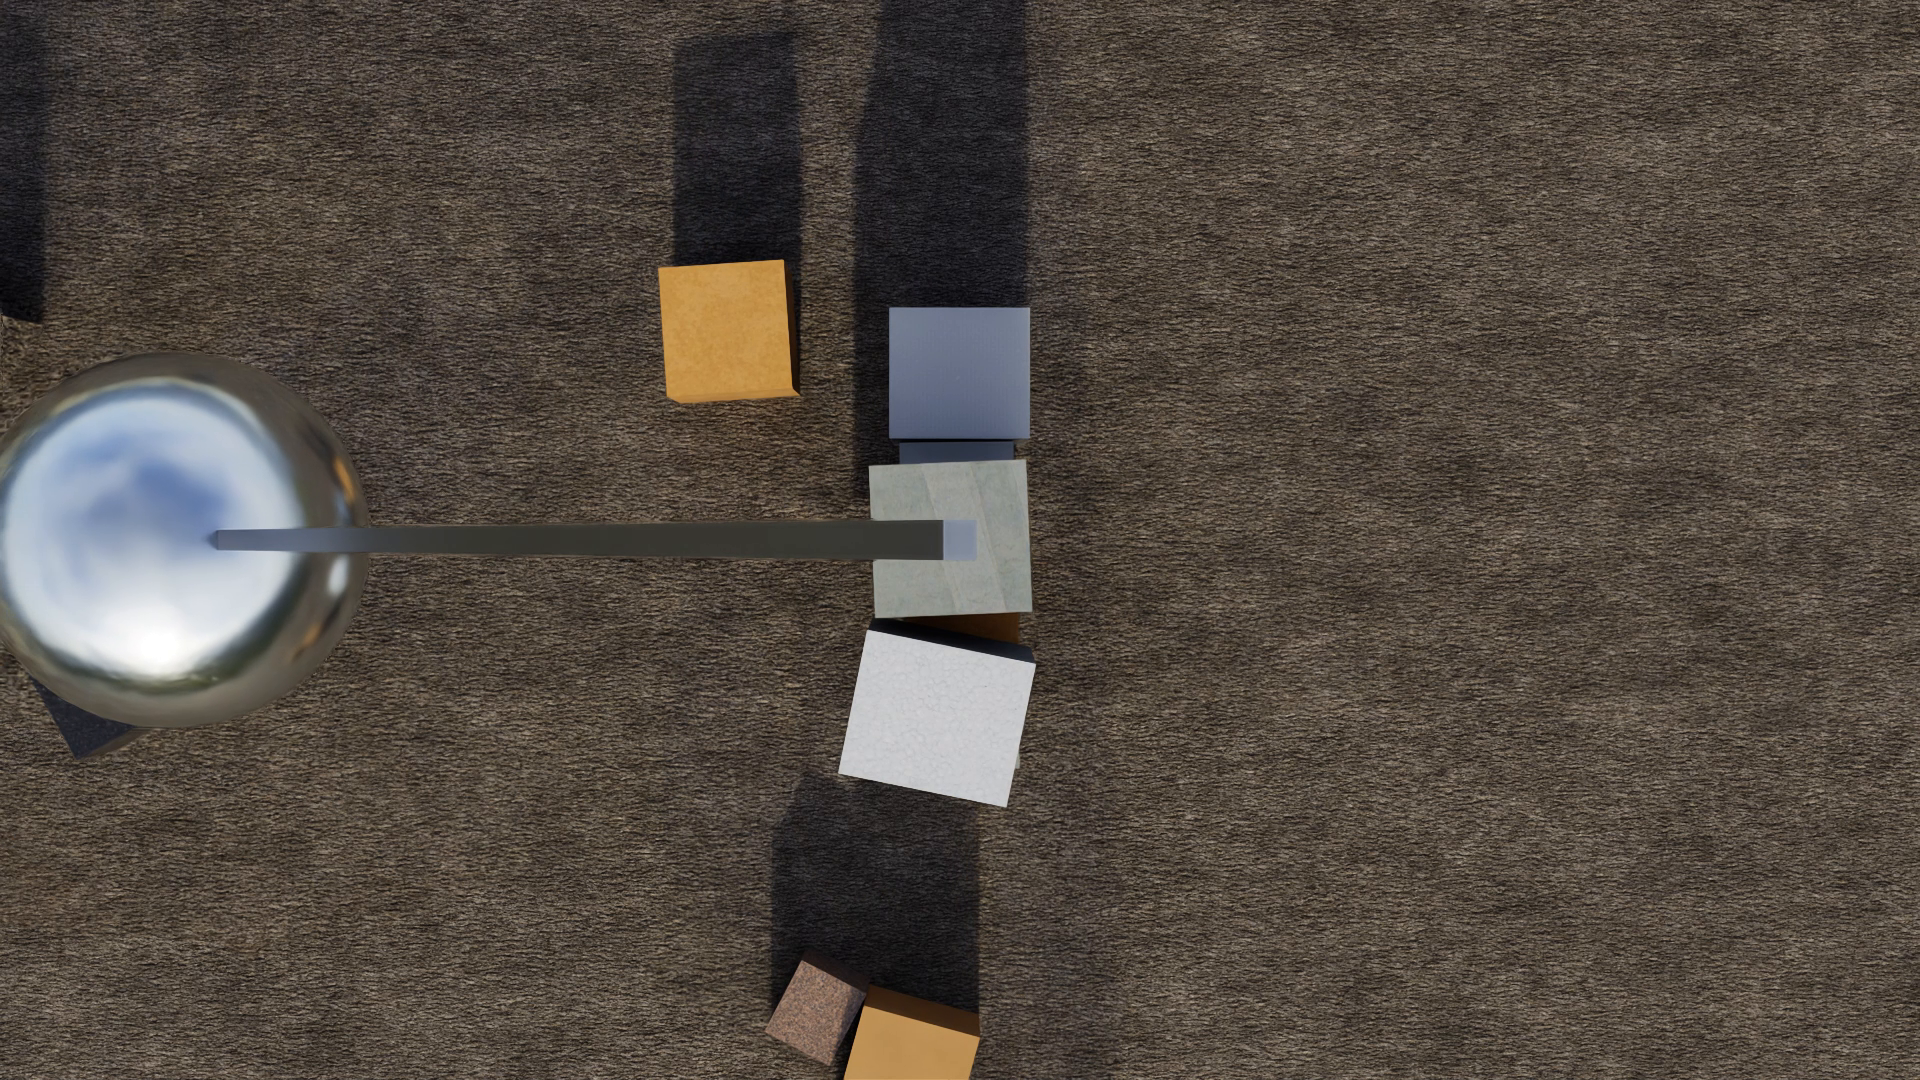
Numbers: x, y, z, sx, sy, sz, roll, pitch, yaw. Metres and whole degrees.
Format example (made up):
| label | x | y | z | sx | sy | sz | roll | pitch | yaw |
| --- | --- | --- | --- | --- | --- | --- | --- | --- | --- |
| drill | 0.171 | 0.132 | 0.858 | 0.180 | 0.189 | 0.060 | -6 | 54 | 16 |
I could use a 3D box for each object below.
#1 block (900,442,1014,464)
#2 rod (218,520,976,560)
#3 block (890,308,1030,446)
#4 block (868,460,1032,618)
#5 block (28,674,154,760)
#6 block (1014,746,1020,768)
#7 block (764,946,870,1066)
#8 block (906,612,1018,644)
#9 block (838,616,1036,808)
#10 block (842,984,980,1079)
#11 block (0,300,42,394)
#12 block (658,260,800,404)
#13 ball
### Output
| label | x | y | z | sx | sy | sz | roll | pitch | yaw |
| --- | --- | --- | --- | --- | --- | --- | --- | --- | --- |
| block | -0.016 | -0.257 | 12.664 | 0.639 | 0.672 | 0.585 | -1 | 90 | 0 |
| rod | -1.445 | 0.000 | 6.519 | 0.080 | 5.200 | 0.080 | 0 | 90 | -34 |
| block | -0.002 | -0.920 | 12.555 | 0.774 | 0.891 | 0.720 | 0 | 90 | 0 |
| block | -0.049 | -0.007 | 11.887 | 0.819 | 0.884 | 0.794 | -2 | 90 | 0 |
| block | -4.906 | 0.822 | 12.722 | 0.579 | 0.556 | 0.650 | -30 | 90 | 0 |
| block | -0.002 | 1.004 | 12.696 | 0.658 | 0.607 | 0.592 | -2 | 90 | 0 |
| block | -0.824 | 2.698 | 12.774 | 0.420 | 0.451 | 0.462 | 28 | 90 | 0 |
| block | 0.014 | 0.358 | 12.680 | 0.626 | 0.641 | 0.633 | -1 | 90 | 0 |
| block | -0.121 | 0.911 | 11.934 | 0.899 | 0.874 | 0.770 | 12 | 93 | -1 |
| block | -0.308 | 3.054 | 12.699 | 0.680 | 0.603 | 0.703 | 15 | 90 | 0 |
| block | -5.909 | -1.170 | 12.622 | 0.723 | 0.756 | 0.676 | 31 | 90 | 0 |
| block | -1.322 | -1.194 | 12.693 | 0.708 | 0.613 | 0.727 | -4 | 90 | 0 |
| ball | -3.335 | 0.000 | 9.346 | 1.600 | 1.600 | 1.600 | 0 | 90 | 0 |
